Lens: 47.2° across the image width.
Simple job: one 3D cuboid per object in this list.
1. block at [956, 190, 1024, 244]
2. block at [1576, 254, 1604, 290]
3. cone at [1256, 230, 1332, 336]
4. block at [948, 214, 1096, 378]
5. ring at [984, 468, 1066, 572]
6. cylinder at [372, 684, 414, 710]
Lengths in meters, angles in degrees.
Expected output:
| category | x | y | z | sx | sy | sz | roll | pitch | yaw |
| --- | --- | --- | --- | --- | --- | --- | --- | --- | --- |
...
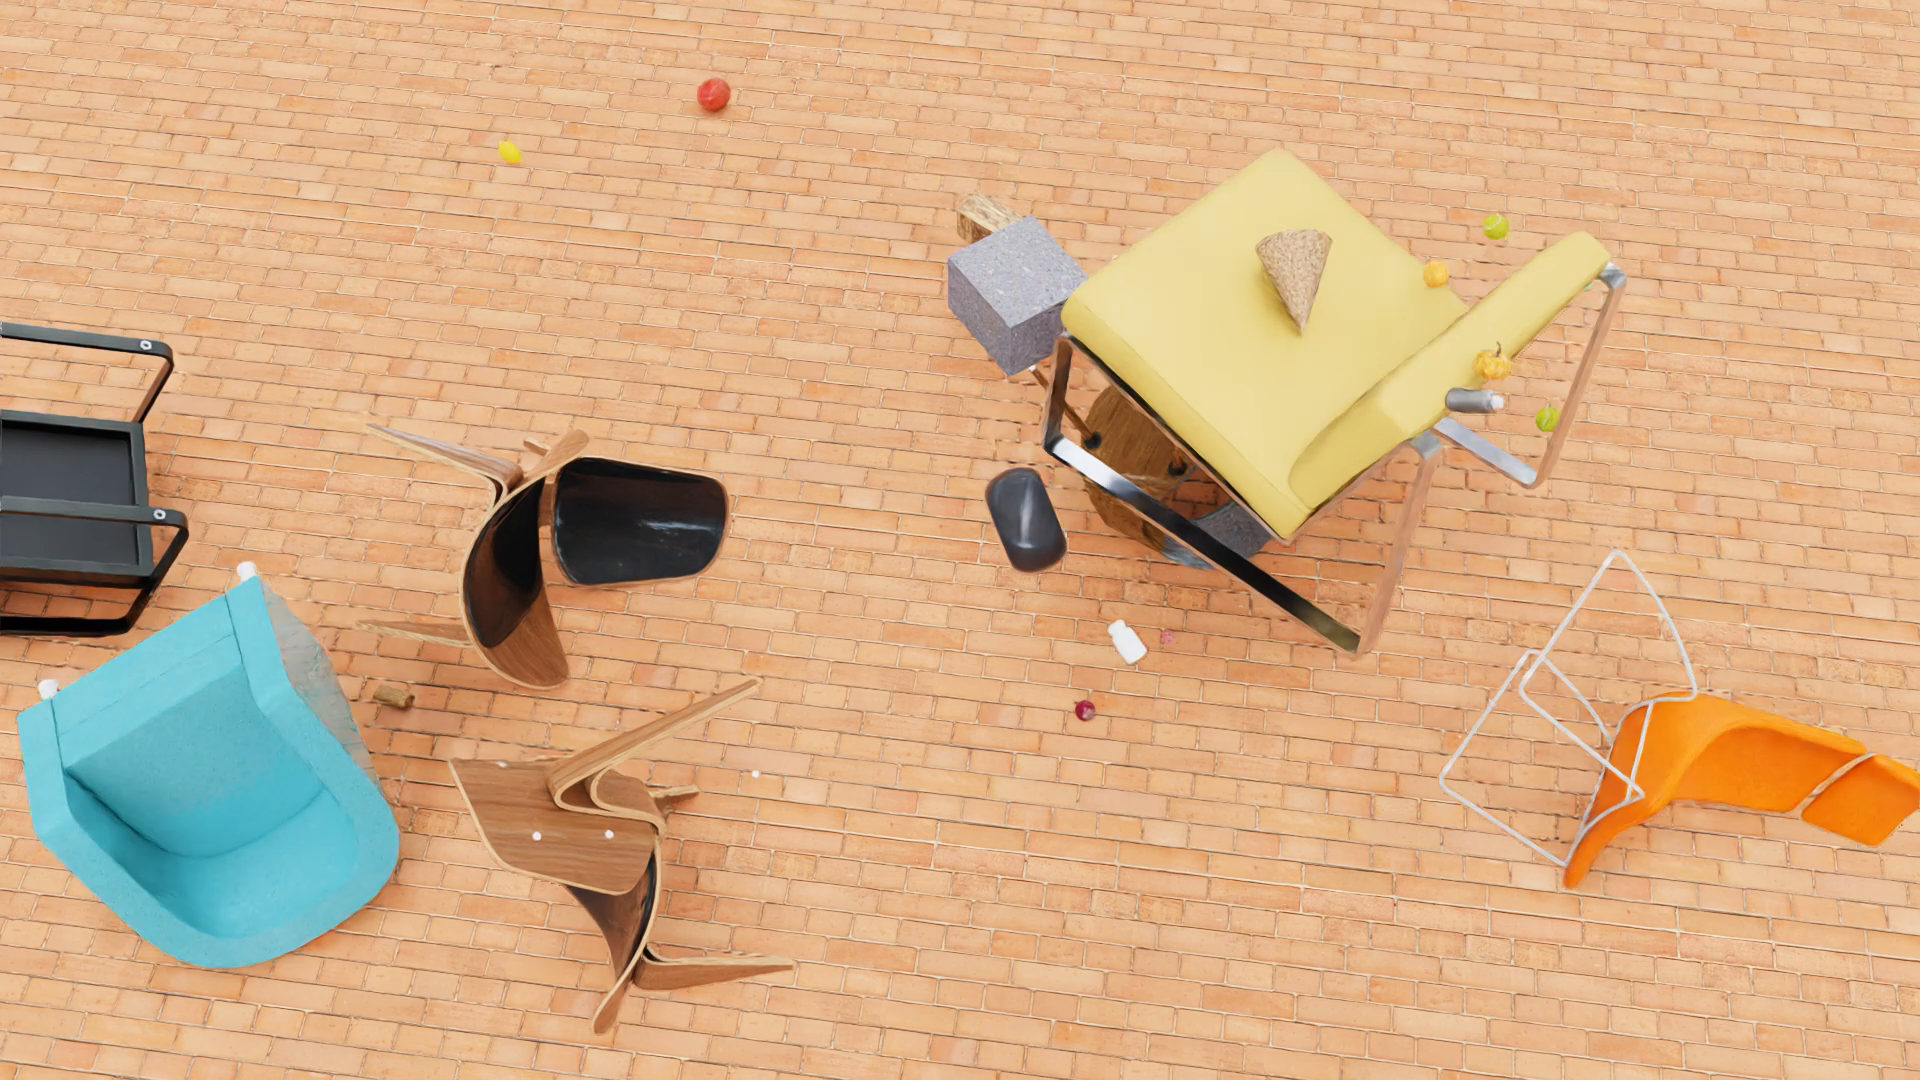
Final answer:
| category | x | y | z | sx | sy | sz | roll | pitch | yaw |
| --- | --- | --- | --- | --- | --- | --- | --- | --- | --- |
| block | 0.106 | -1.022 | 7.191 | 0.214 | 0.115 | 0.112 | 33 | 62 | 20 |
| block | 1.873 | -0.798 | 6.539 | 0.039 | 0.068 | 0.077 | 26 | 63 | 15 |
| cone | 0.888 | -0.653 | 5.771 | 0.201 | 0.282 | 0.249 | -6 | 80 | 10 |
| block | 0.191 | -0.772 | 6.944 | 0.318 | 0.245 | 0.347 | -29 | 61 | -18 |
| ring | 0.185 | -0.057 | 6.172 | 0.169 | 0.265 | 0.311 | -22 | 63 | 3 |
| cylinder | -1.603 | 0.444 | 6.224 | 0.093 | 0.082 | 0.043 | 18 | 98 | 3 |
